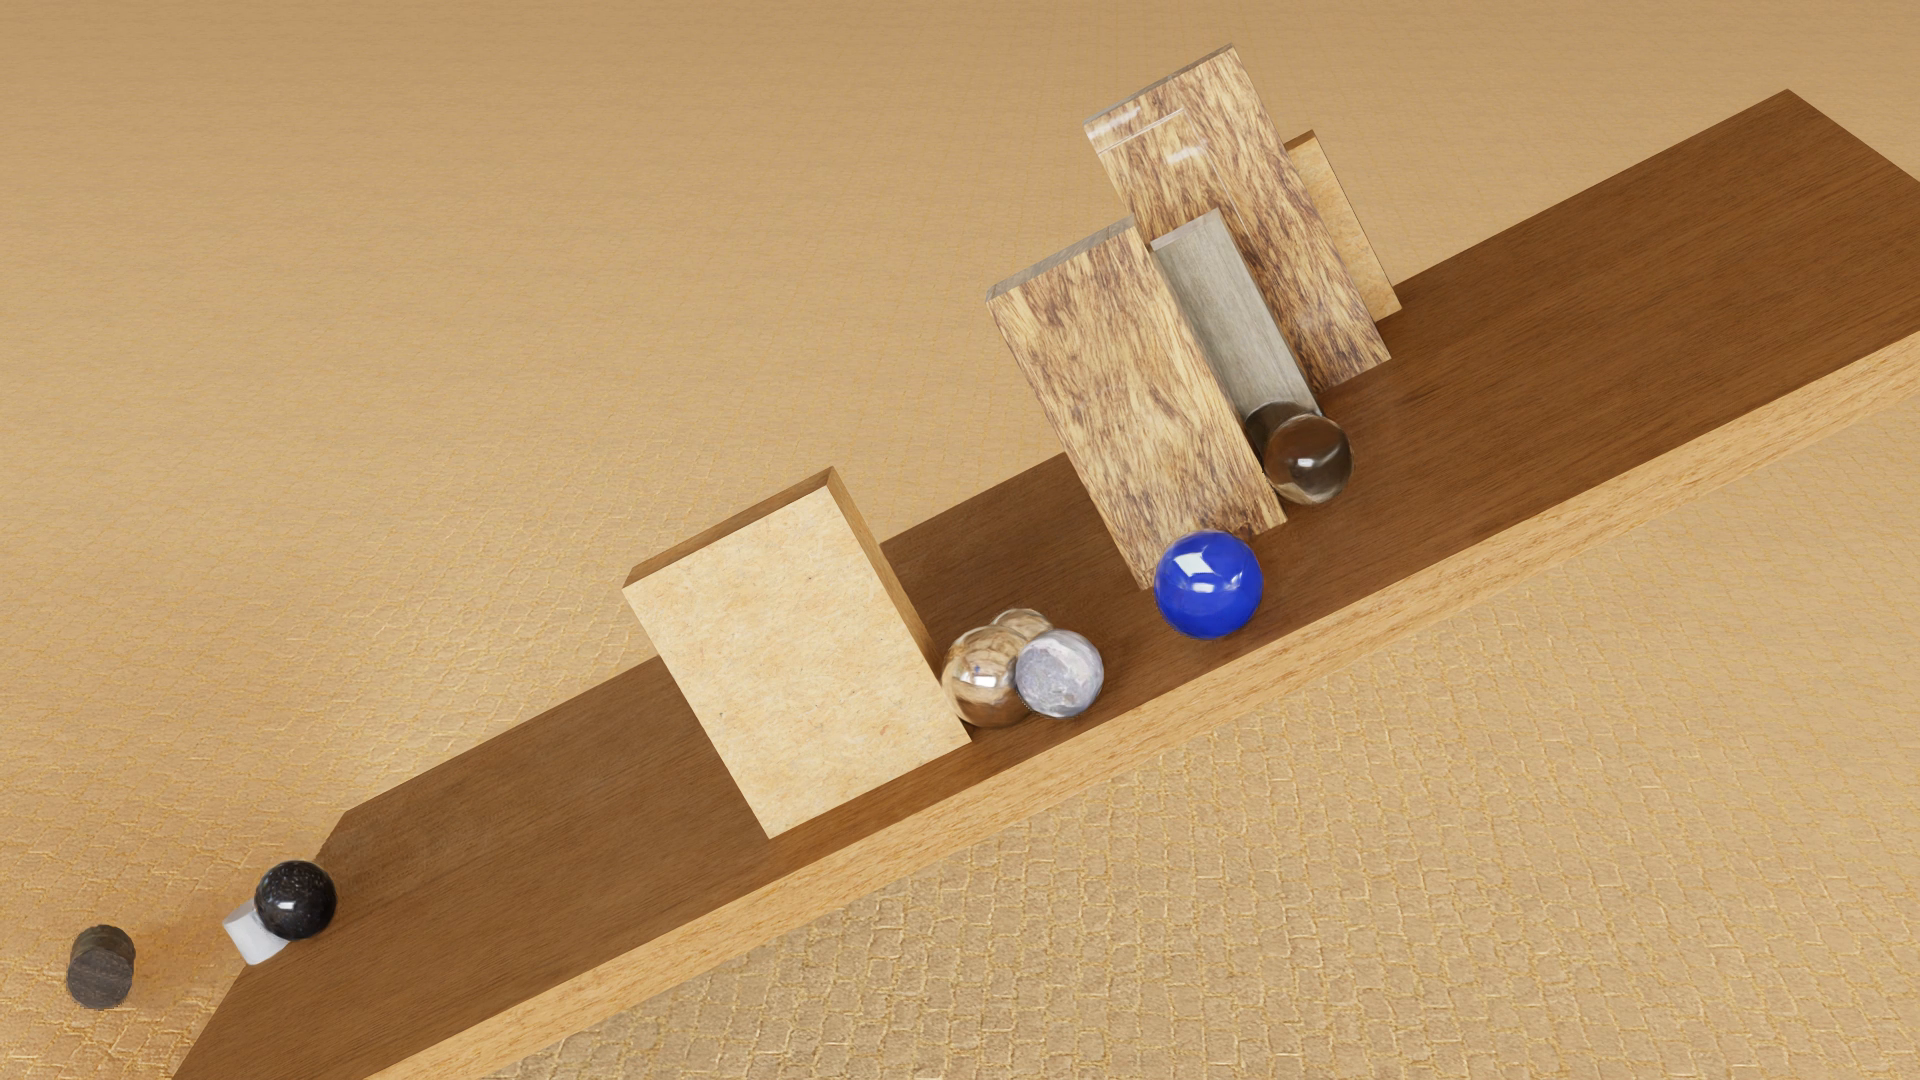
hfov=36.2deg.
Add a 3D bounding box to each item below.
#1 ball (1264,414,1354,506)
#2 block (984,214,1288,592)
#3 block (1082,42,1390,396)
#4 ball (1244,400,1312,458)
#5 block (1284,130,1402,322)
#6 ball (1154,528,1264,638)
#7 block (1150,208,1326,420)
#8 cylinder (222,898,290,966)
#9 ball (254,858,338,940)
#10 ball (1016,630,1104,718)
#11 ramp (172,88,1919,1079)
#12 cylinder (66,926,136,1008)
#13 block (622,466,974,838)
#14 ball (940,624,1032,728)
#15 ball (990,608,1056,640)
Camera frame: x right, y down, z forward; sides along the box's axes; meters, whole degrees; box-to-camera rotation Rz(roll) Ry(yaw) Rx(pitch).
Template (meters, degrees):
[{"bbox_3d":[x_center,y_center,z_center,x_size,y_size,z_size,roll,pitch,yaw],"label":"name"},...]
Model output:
[{"bbox_3d":[0.685,-0.157,5.772,0.178,0.178,0.178,0,17,0],"label":"ball"},{"bbox_3d":[0.352,-0.270,5.818,0.326,0.664,0.134,-27,14,11],"label":"block"},{"bbox_3d":[0.610,-0.660,6.460,0.364,0.772,0.084,-27,14,11],"label":"block"},{"bbox_3d":[0.653,-0.196,5.977,0.177,0.177,0.177,0,17,0],"label":"ball"},{"bbox_3d":[0.782,-0.675,6.838,0.314,0.452,0.111,-27,14,11],"label":"block"},{"bbox_3d":[0.453,0.079,5.355,0.199,0.199,0.199,0,17,0],"label":"ball"},{"bbox_3d":[0.482,-0.349,6.090,0.396,0.545,0.112,-27,14,11],"label":"block"},{"bbox_3d":[-1.609,0.892,6.728,0.114,0.114,0.114,-27,14,7],"label":"cylinder"},{"bbox_3d":[-1.503,0.814,6.653,0.184,0.184,0.184,0,17,0],"label":"ball"},{"bbox_3d":[0.182,0.244,5.384,0.163,0.163,0.163,0,17,0],"label":"ball"},{"bbox_3d":[0.141,0.167,6.282,4.000,0.100,2.000,-27,14,11],"label":"ramp"},{"bbox_3d":[-1.967,0.976,6.740,0.144,0.144,0.144,-4,16,-12],"label":"cylinder"},{"bbox_3d":[-0.302,0.216,5.595,0.441,0.567,0.136,-27,14,11],"label":"block"},{"bbox_3d":[0.061,0.256,5.515,0.195,0.195,0.195,0,17,0],"label":"ball"},{"bbox_3d":[0.118,0.204,5.683,0.147,0.147,0.147,0,17,0],"label":"ball"}]
